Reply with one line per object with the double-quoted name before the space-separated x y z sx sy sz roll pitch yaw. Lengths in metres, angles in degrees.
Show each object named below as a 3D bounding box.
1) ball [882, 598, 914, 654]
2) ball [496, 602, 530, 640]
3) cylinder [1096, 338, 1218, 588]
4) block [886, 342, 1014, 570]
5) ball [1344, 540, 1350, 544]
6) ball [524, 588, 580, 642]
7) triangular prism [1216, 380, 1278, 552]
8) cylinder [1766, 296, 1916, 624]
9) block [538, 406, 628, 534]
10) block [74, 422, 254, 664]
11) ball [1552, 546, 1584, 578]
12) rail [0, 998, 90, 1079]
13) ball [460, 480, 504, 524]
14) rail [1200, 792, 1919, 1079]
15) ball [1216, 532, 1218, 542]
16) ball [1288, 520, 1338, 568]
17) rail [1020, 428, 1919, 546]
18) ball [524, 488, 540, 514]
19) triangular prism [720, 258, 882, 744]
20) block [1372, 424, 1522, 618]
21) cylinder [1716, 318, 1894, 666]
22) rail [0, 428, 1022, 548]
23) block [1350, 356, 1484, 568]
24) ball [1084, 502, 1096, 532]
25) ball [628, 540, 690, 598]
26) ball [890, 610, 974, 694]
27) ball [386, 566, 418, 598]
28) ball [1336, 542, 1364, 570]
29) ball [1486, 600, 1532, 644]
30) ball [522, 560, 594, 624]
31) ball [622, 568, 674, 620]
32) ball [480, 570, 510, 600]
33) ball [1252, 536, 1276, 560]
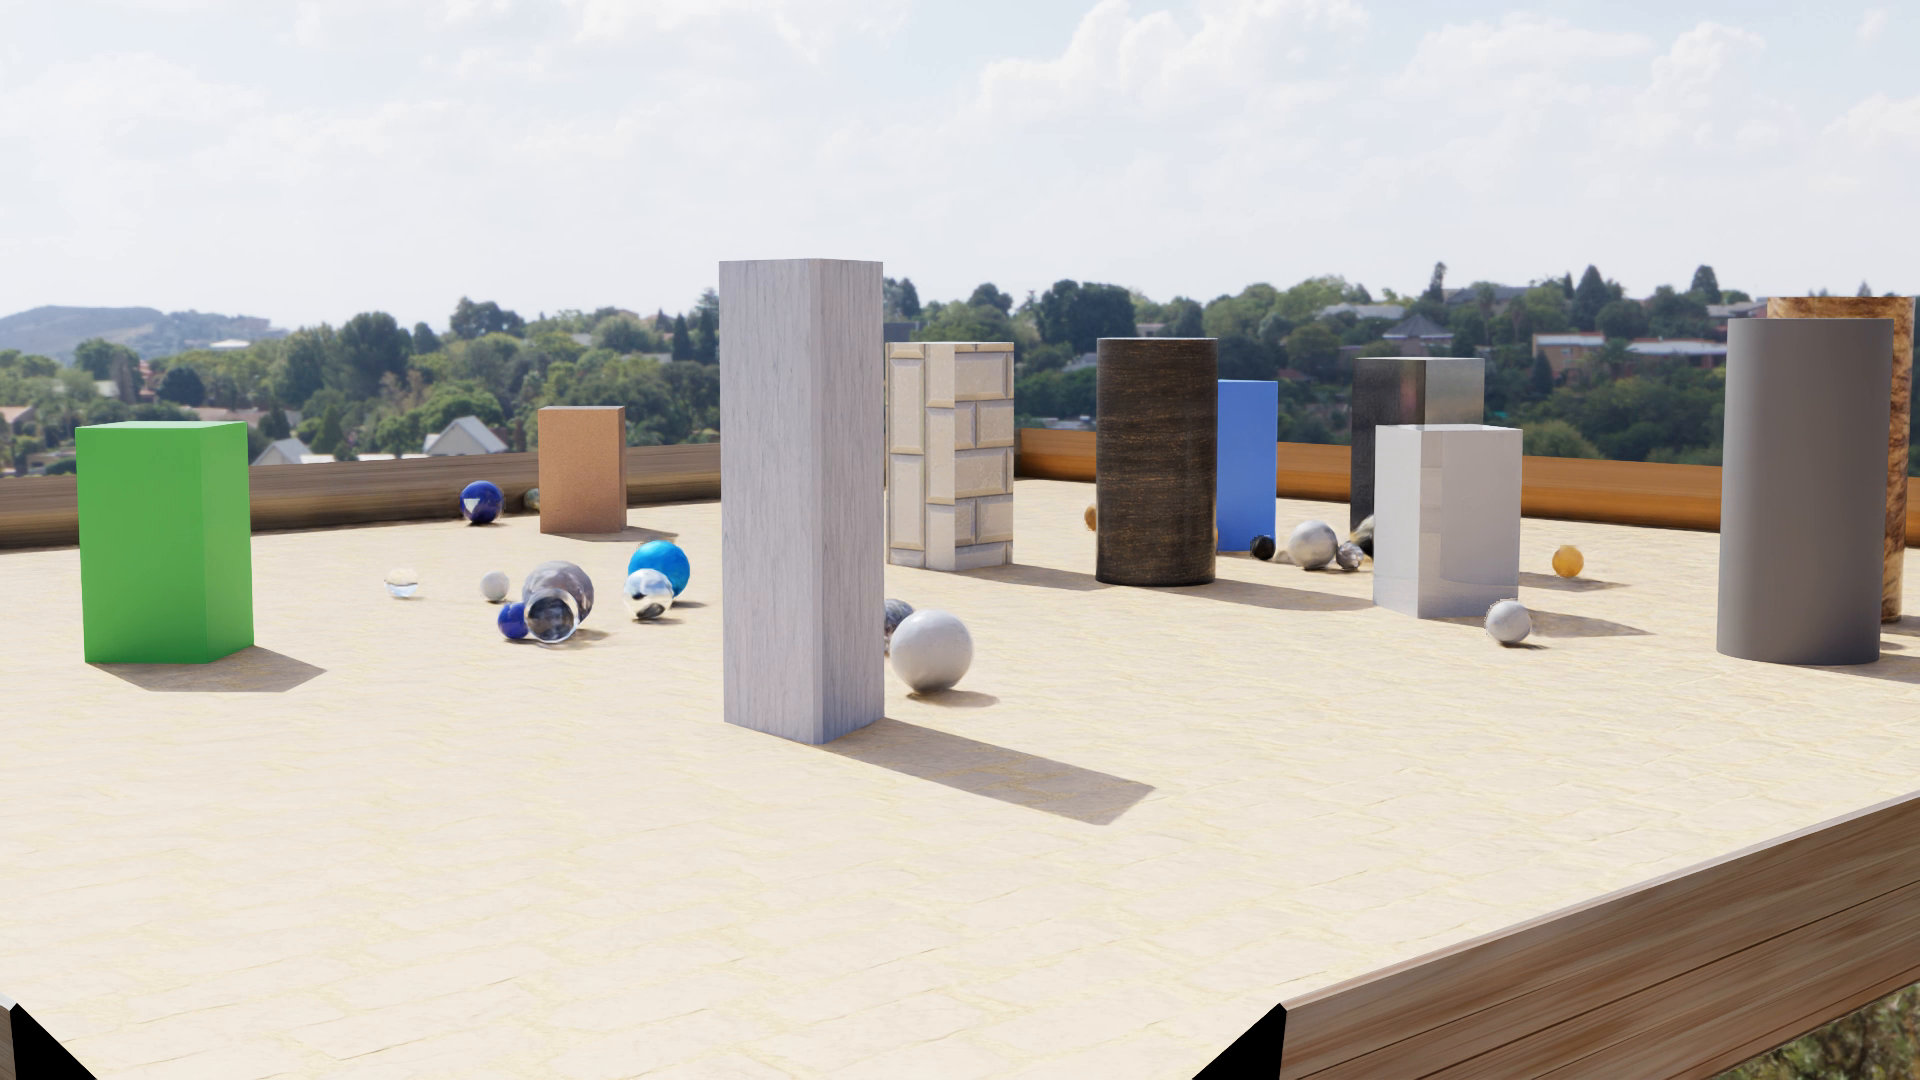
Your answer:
"ball" -0.089 0.112 2.870 0.071 0.071 0.071 0 6 0
"ball" -0.604 0.110 2.991 0.051 0.051 0.051 0 6 0
"cylinder" 0.325 -0.133 3.636 0.200 0.400 0.200 0 6 0
"block" -0.018 -0.152 3.874 0.160 0.389 0.160 5 8 40
"ball" 0.696 0.020 3.902 0.040 0.040 0.040 0 6 0
"ball" -0.549 0.101 2.962 0.074 0.074 0.074 0 6 0
"triangular prism" 0.490 -0.143 4.152 0.173 0.314 0.150 -1 6 -12
"cylinder" 1.273 -0.120 3.202 0.200 0.464 0.200 0 6 0
"block" -0.770 -0.146 4.495 0.160 0.248 0.160 0 6 -4
"block" -1.029 -0.001 2.855 0.160 0.299 0.160 0 6 3
"ball" 1.017 0.037 3.681 0.053 0.053 0.053 0 6 0
"rail" -1.381 0.166 2.064 0.045 0.130 3.638 -5 8 -42
"ball" -1.004 -0.079 4.614 0.090 0.090 0.090 0 6 0
"rail" 1.218 0.170 2.019 3.806 0.130 0.045 -5 8 -42
"ball" 0.441 -0.006 4.040 0.065 0.065 0.065 0 6 0
"ball" 0.612 0.007 3.811 0.085 0.085 0.085 0 6 0
"rail" 1.381 -0.098 4.599 0.045 0.130 3.638 -5 8 -42
"ball" -0.937 -0.087 4.862 0.055 0.055 0.055 0 6 0
"triangular prism" -0.143 -0.048 2.353 0.150 0.497 0.173 -5 8 -40
"block" 0.724 -0.031 3.277 0.160 0.273 0.160 -1 6 -13
"cylinder" 1.092 -0.068 2.846 0.200 0.435 0.200 0 6 0
"rail" -1.218 -0.103 4.644 3.806 0.130 0.045 -5 8 -42
"block" 0.797 -0.135 3.839 0.160 0.363 0.160 -5 8 -39
"ball" 0.283 -0.047 4.434 0.063 0.063 0.063 0 6 0
"ball" -0.462 0.048 3.374 0.095 0.095 0.095 0 6 0
"ball" -0.034 0.130 2.567 0.098 0.098 0.098 0 6 0
"ball" -0.870 0.065 3.435 0.049 0.049 0.049 0 6 0
"ball" 0.671 0.028 3.787 0.048 0.048 0.048 0 6 0
"ball" 0.736 0.111 2.947 0.059 0.059 0.059 0 6 0
"ball" -0.560 0.078 3.063 0.100 0.100 0.100 0 6 0
"ball" -0.453 0.078 3.185 0.074 0.074 0.074 0 6 0
"ball" -0.717 0.070 3.393 0.047 0.047 0.047 0 6 0
"ball" 0.544 0.015 3.939 0.042 0.042 0.042 0 6 0
